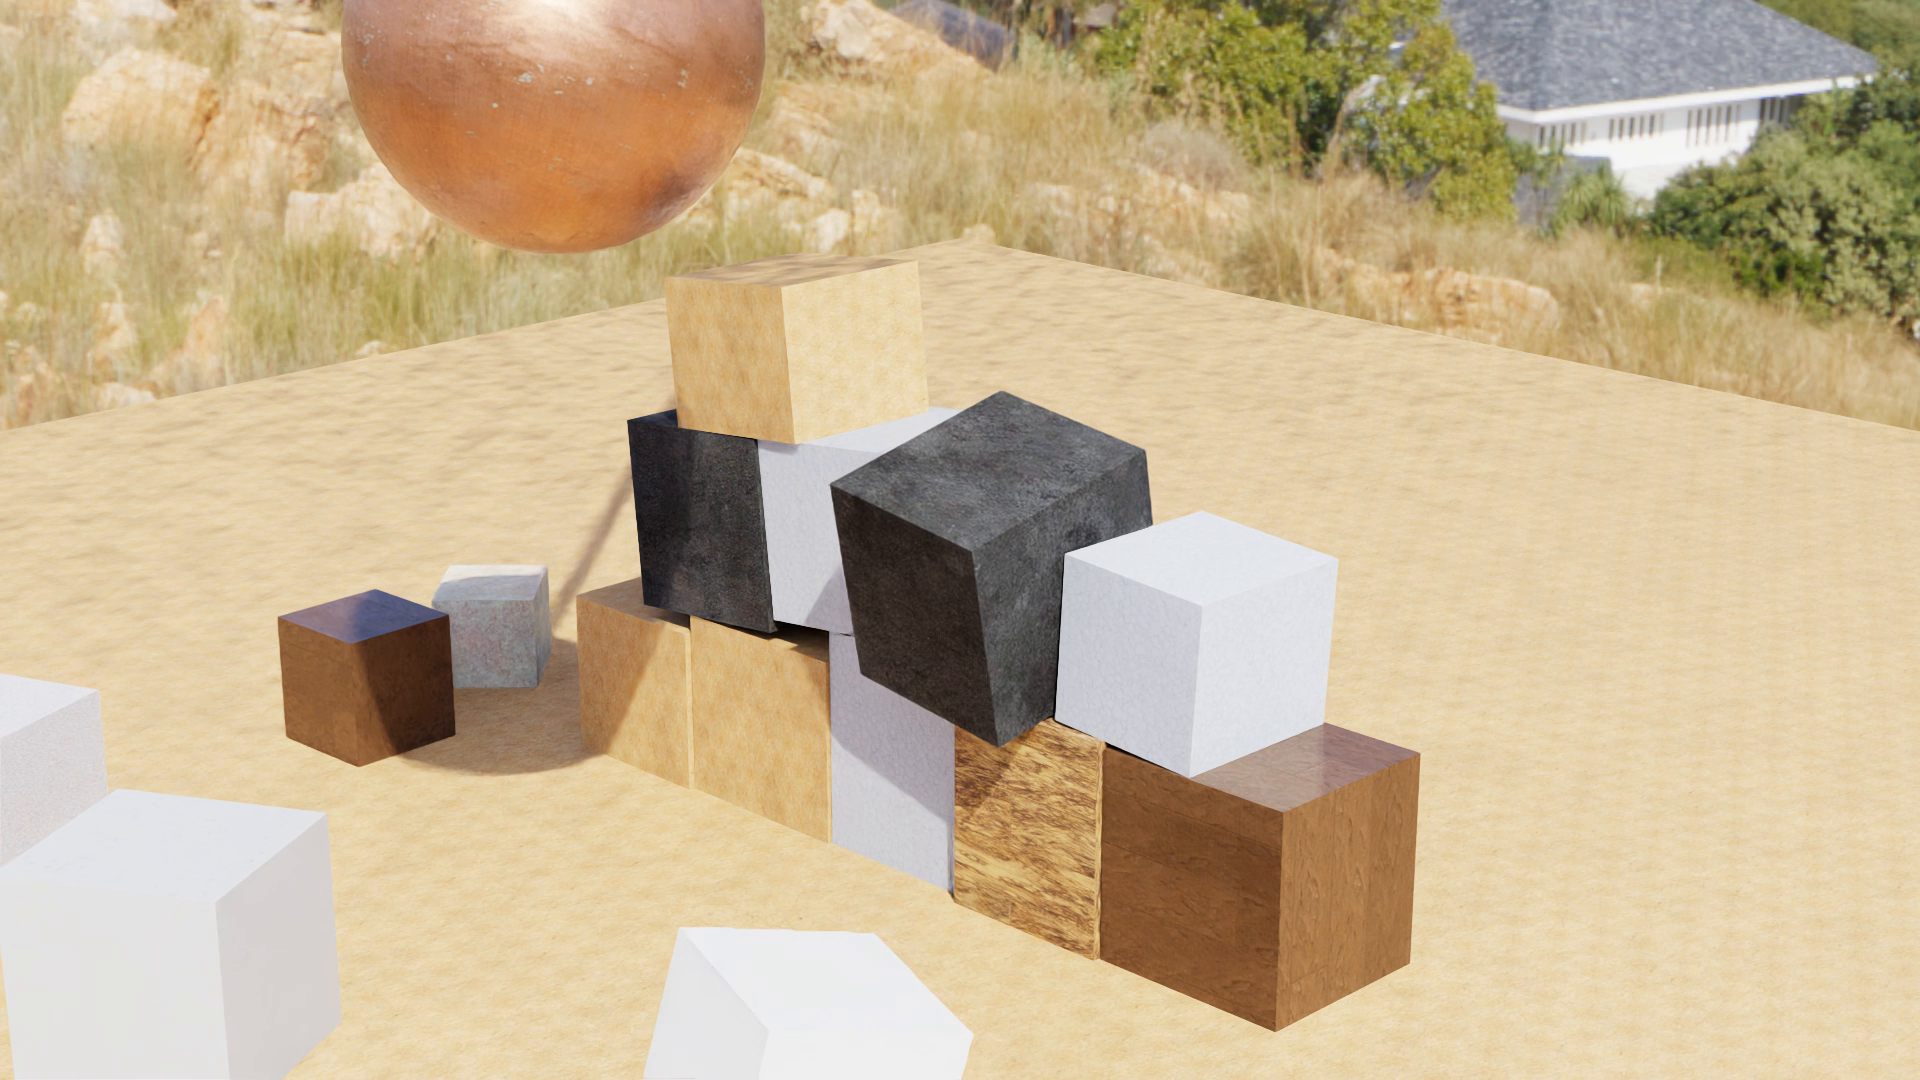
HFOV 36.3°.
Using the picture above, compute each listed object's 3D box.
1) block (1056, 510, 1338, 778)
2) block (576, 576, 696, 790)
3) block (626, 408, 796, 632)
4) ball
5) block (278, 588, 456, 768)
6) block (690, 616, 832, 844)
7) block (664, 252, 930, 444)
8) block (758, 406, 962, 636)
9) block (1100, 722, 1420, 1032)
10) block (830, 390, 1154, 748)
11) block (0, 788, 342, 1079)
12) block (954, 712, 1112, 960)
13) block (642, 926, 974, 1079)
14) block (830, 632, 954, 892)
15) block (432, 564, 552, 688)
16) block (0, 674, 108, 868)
[{"bbox_3d":[1.000,0.424,12.425,0.873,0.758,0.761,-17,28,-42],"label":"block"},{"bbox_3d":[-1.301,0.653,14.916,0.853,0.809,0.940,17,24,42],"label":"block"},{"bbox_3d":[-0.927,-0.168,14.277,0.915,0.926,0.944,-16,19,-42],"label":"block"},{"bbox_3d":[-1.537,-1.887,11.138,1.600,1.600,1.600,0,17,0],"label":"ball"},{"bbox_3d":[-3.038,0.699,15.025,0.619,0.658,0.613,15,23,40],"label":"block"},{"bbox_3d":[-0.656,0.803,14.276,0.864,0.907,0.968,-17,24,-42],"label":"block"},{"bbox_3d":[-0.768,-0.919,13.800,0.824,0.720,0.871,-16,17,-41],"label":"block"},{"bbox_3d":[-0.290,-0.096,13.633,0.886,0.874,0.856,-17,18,-42],"label":"block"},{"bbox_3d":[1.266,1.348,12.442,0.910,0.968,0.966,-17,24,-42],"label":"block"},{"bbox_3d":[0.173,0.107,12.718,1.008,0.984,0.904,-30,37,-32],"label":"block"},{"bbox_3d":[-3.115,1.628,11.615,0.946,0.929,0.894,5,18,15],"label":"block"},{"bbox_3d":[0.605,1.144,13.041,0.845,0.998,0.933,17,24,42],"label":"block"},{"bbox_3d":[-0.576,1.929,10.584,0.807,0.754,0.828,6,16,-30],"label":"block"},{"bbox_3d":[0.007,0.921,13.642,0.869,1.063,0.851,16,24,42],"label":"block"},{"bbox_3d":[-2.552,0.469,16.018,0.544,0.501,0.611,0,17,0],"label":"block"},{"bbox_3d":[-4.420,1.140,13.343,0.725,0.824,0.750,7,19,22],"label":"block"}]
